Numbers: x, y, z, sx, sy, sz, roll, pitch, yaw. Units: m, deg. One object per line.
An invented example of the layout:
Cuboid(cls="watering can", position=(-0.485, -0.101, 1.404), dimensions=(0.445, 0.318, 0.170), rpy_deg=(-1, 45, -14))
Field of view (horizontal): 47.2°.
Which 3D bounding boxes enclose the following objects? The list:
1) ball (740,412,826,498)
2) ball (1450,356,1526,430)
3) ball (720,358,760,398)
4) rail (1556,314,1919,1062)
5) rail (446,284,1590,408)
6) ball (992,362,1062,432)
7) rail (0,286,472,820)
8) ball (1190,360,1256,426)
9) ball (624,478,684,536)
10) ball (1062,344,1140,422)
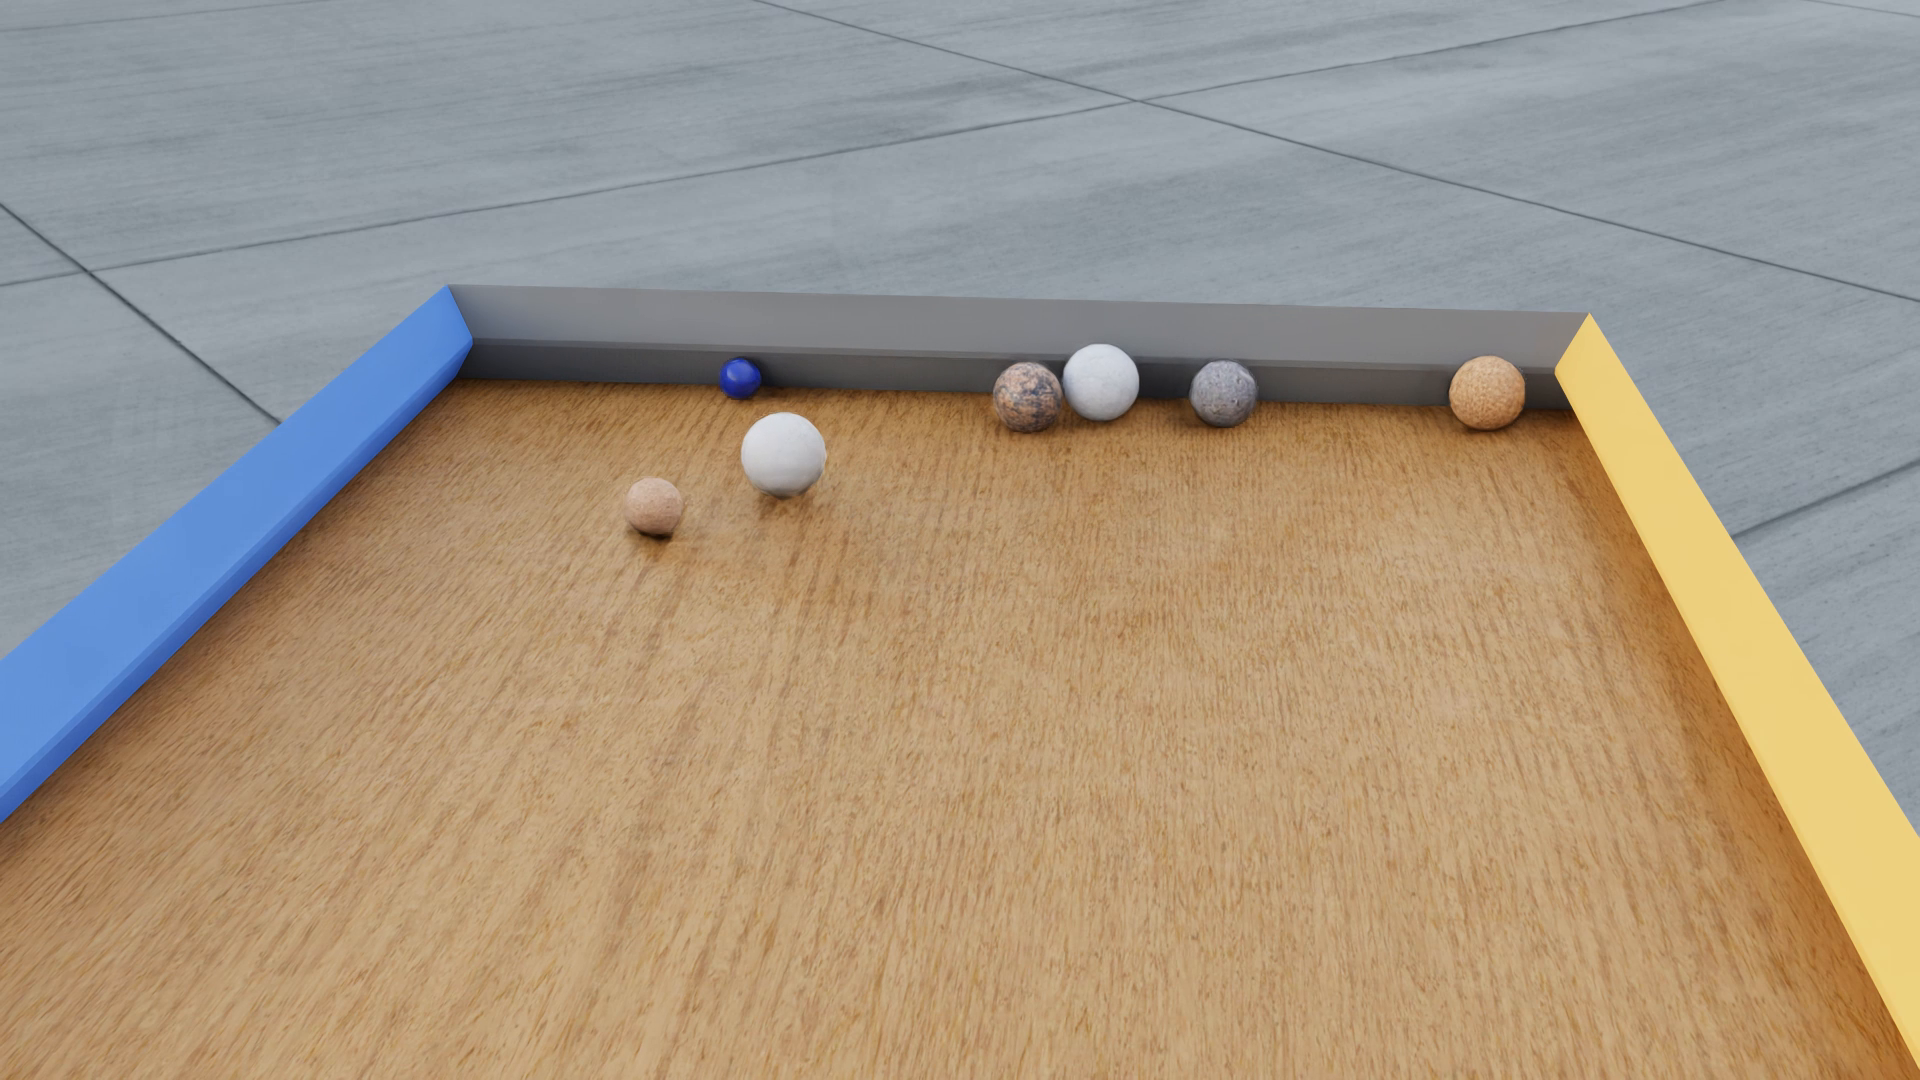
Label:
Cuboid(cls="ball", position=(-0.204, -0.098, 2.544), dimensions=(0.099, 0.099, 0.099), rpy_deg=(0, 22, 0))
Cuboid(cls="ball", position=(0.664, -0.184, 2.768), dimensions=(0.094, 0.094, 0.094), rpy_deg=(0, 22, 0))
Cuboid(cls="ball", position=(-0.288, -0.212, 2.892), dimensions=(0.053, 0.053, 0.053), rpy_deg=(0, 22, 0))
Cuboid(cls="rail", position=(0.664, 0.237, 1.660), dimensions=(0.045, 0.129, 2.541), rpy_deg=(2, 22, 5))
Cuboid(cls="rail", position=(0.057, -0.248, 2.876), dimensions=(1.501, 0.129, 0.045), rpy_deg=(2, 22, 5))
Cuboid(cls="ball", position=(0.085, -0.180, 2.765), dimensions=(0.088, 0.088, 0.088), rpy_deg=(0, 22, 0))
Cuboid(cls="rail", position=(-0.783, 0.187, 1.786), dimensions=(0.045, 0.129, 2.541), rpy_deg=(2, 22, 5))
Cuboid(cls="ball", position=(0.333, -0.185, 2.783), dimensions=(0.084, 0.084, 0.084), rpy_deg=(0, 22, 0))
Cuboid(cls="ball", position=(-0.340, -0.037, 2.437), dimensions=(0.065, 0.065, 0.065), rpy_deg=(0, 22, 0))
Cuboid(cls="ball", position=(0.179, -0.201, 2.801), dimensions=(0.099, 0.099, 0.099), rpy_deg=(0, 22, 0))
